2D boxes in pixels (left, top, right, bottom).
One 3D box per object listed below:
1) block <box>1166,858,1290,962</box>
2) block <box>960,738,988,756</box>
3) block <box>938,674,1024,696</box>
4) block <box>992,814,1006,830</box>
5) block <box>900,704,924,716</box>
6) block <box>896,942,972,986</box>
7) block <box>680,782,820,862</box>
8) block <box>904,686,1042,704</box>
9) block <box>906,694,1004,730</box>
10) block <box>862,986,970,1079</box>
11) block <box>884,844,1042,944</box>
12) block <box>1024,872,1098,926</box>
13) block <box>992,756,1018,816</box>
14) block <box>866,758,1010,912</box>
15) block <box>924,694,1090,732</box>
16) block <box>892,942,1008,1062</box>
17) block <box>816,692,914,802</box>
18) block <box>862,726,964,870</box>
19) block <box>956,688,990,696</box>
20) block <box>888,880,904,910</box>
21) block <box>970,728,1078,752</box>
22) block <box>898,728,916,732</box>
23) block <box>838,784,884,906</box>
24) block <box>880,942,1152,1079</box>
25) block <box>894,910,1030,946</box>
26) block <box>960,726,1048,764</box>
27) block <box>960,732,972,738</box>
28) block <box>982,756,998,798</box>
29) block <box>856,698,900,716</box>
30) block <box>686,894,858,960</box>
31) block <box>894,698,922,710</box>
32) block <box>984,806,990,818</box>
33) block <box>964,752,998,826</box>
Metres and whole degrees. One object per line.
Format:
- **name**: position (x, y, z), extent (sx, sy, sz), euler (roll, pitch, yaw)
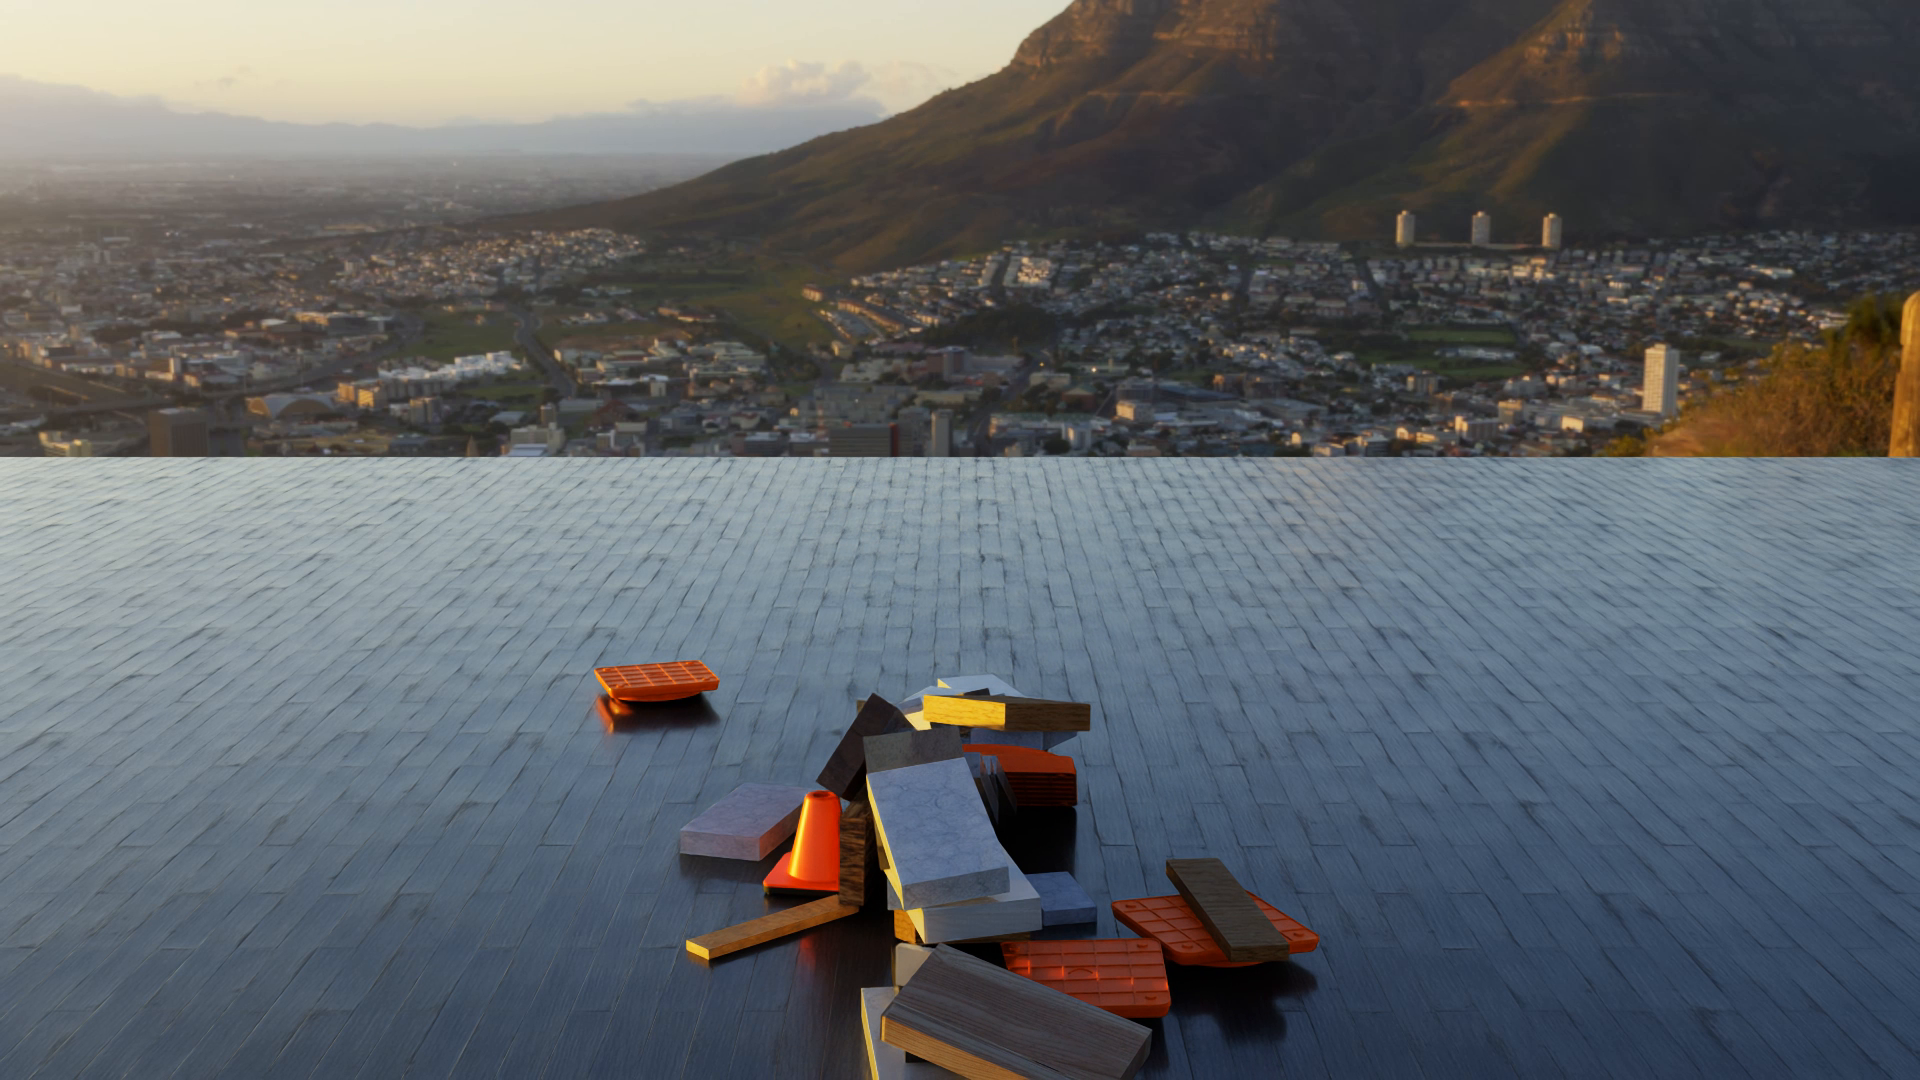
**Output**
- **block**: position (0.412, 0.573, 3.433), extent (0.088, 0.025, 0.413), euler (-1, 10, -8)
- **block**: position (-0.009, 0.421, 4.155), extent (0.122, 0.035, 0.244), euler (-2, -19, 9)
- **block**: position (0.054, 0.350, 4.863), extent (0.130, 0.037, 0.261), euler (-4, 11, -19)
- **block**: position (0.026, 0.507, 3.960), extent (0.076, 0.022, 0.153), euler (3, -3, 18)
- **block**: position (-0.102, 0.354, 4.524), extent (0.112, 0.016, 0.056), euler (-12, -5, -8)
- **block**: position (-0.035, 0.591, 3.022), extent (0.112, 0.056, 0.016), euler (5, 11, 25)
- **block**: position (-0.378, 0.509, 3.991), extent (0.150, 0.043, 0.301), euler (3, 11, 17)
- **block**: position (0.028, 0.354, 4.647), extent (0.261, 0.037, 0.131), euler (5, 12, 25)
- **block**: position (-0.059, 0.366, 4.398), extent (0.173, 0.049, 0.346), euler (-10, -6, -28)
- **block**: position (-0.038, 0.702, 2.945), extent (0.158, 0.045, 0.441), euler (-1, 11, -7)
- **block**: position (-0.002, 0.497, 3.189), extent (0.166, 0.047, 0.332), euler (-5, 10, -11)
- **block**: position (0.158, 0.588, 3.612), extent (0.088, 0.025, 0.176), euler (-2, 11, -13)
- **block**: position (0.028, 0.438, 3.900), extent (0.112, 0.032, 0.398), euler (0, -17, 7)
- **block**: position (-0.035, 0.417, 3.153), extent (0.150, 0.043, 0.301), euler (-9, 26, -8)
- **block**: position (0.083, 0.320, 4.083), extent (0.173, 0.049, 0.346), euler (2, -2, -26)
- **block**: position (-0.007, 0.637, 3.052), extent (0.158, 0.045, 0.315), euler (-1, 11, -5)
- **block**: position (-0.156, 0.379, 3.865), extent (0.049, 0.173, 0.534), euler (32, -6, 7)
- **block**: position (-0.060, 0.385, 3.321), extent (0.150, 0.043, 0.301), euler (-7, 27, -4)
- **block**: position (-0.003, 0.321, 4.419), extent (0.064, 0.018, 0.129), euler (-9, -6, -36)
- **block**: position (-0.014, 0.550, 3.451), extent (0.166, 0.047, 0.332), euler (-2, -8, 4)
- **block**: position (0.130, 0.370, 4.228), extent (0.130, 0.037, 0.565), euler (1, -2, 9)
- **block**: position (-0.095, 0.447, 3.769), extent (0.032, 0.223, 0.112), euler (2, -28, 9)
- **block**: position (-0.150, 0.492, 3.679), extent (0.041, 0.146, 0.292), euler (3, 11, 9)
- **block**: position (0.072, 0.643, 2.857), extent (0.315, 0.045, 0.158), euler (18, 36, 23)
- **block**: position (-0.001, 0.578, 3.316), extent (0.166, 0.047, 0.332), euler (-1, -8, -7)
- **block**: position (0.056, 0.409, 4.549), extent (0.122, 0.035, 0.244), euler (-8, 13, -38)
- **block**: position (-0.077, 0.428, 4.302), extent (0.244, 0.035, 0.122), euler (-11, -13, -46)
- **block**: position (0.003, 0.408, 3.698), extent (0.112, 0.032, 0.223), euler (0, -21, 4)
- **block**: position (-0.157, 0.374, 4.655), extent (0.129, 0.064, 0.018), euler (5, 12, 25)
- **block**: position (-0.295, 0.614, 3.498), extent (0.305, 0.016, 0.056), euler (-10, 14, -43)
- **block**: position (-0.139, 0.373, 4.585), extent (0.129, 0.064, 0.018), euler (-16, 47, -7)
- **block**: position (-0.040, 0.440, 3.483), extent (0.146, 0.041, 0.292), euler (-1, -9, 7)
- **block**: position (-0.024, 0.411, 3.607), extent (0.146, 0.041, 0.318), euler (-1, -21, 6)
